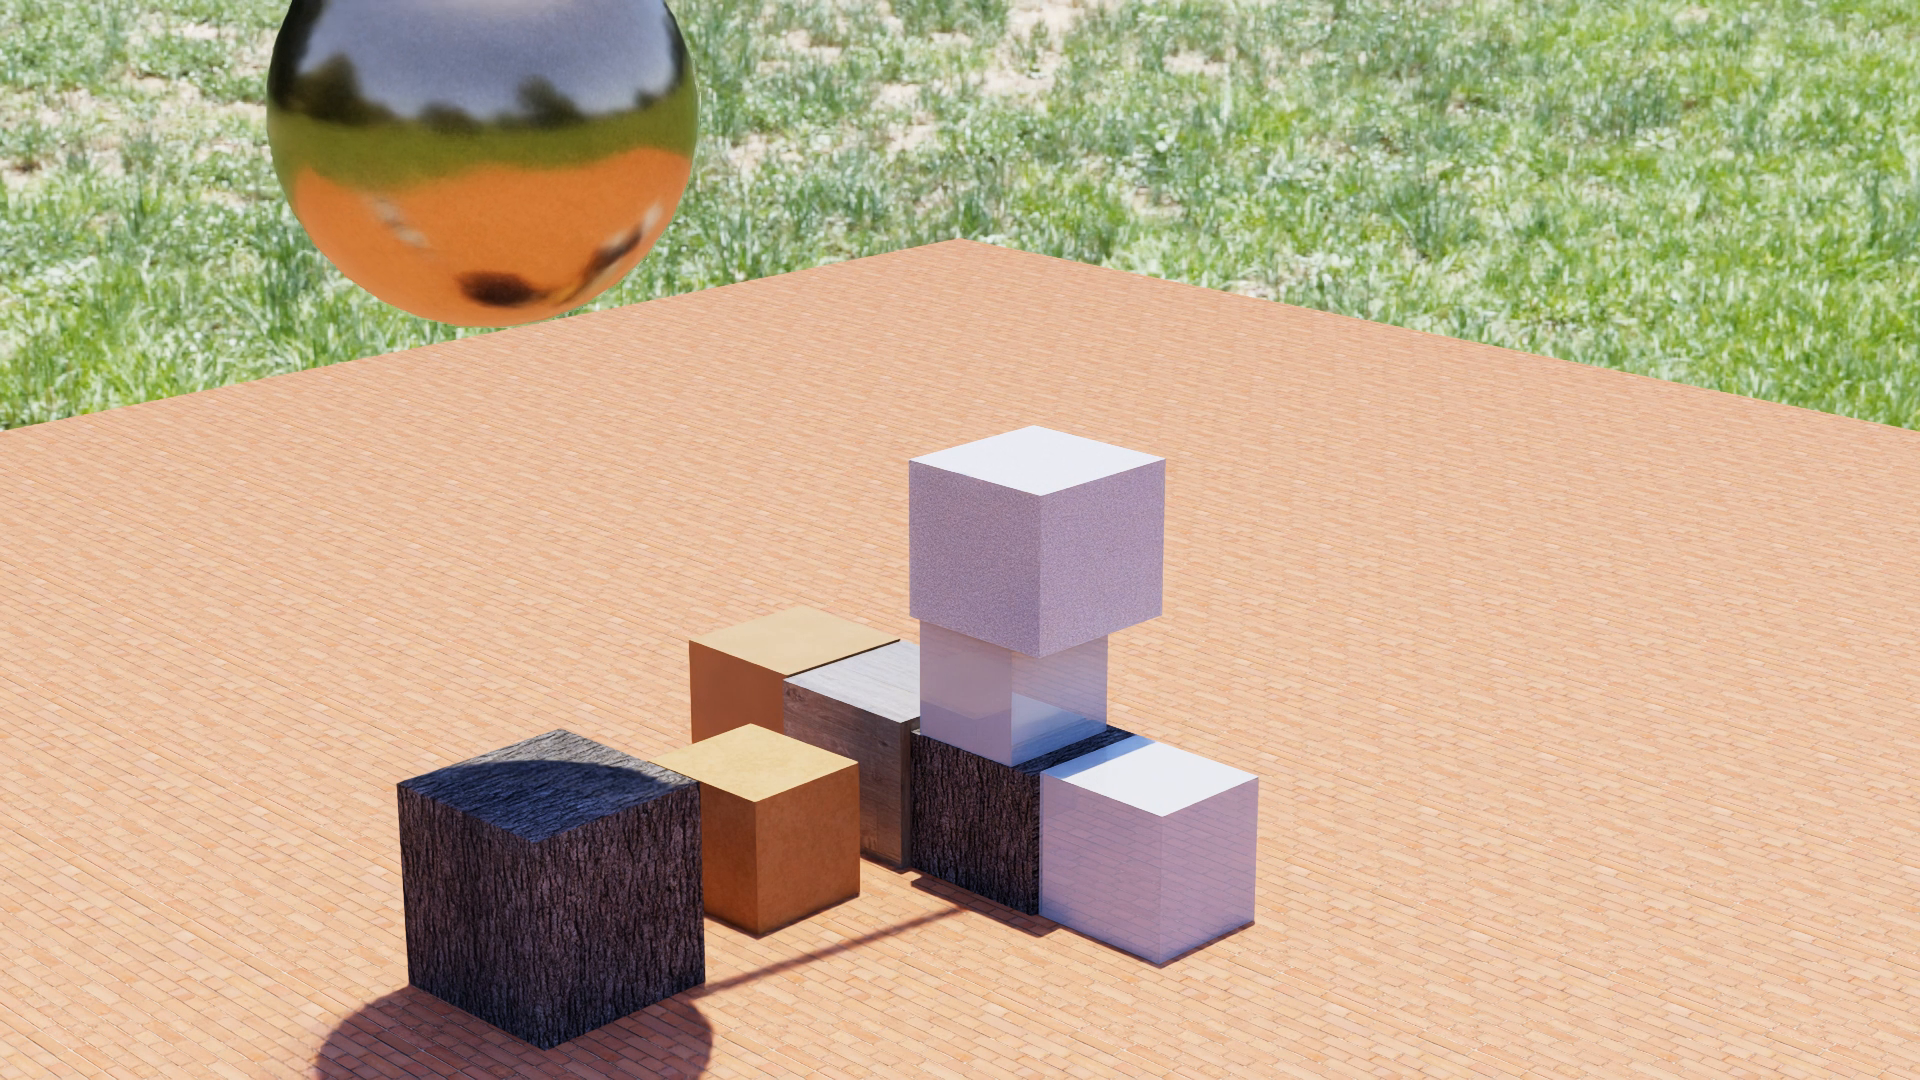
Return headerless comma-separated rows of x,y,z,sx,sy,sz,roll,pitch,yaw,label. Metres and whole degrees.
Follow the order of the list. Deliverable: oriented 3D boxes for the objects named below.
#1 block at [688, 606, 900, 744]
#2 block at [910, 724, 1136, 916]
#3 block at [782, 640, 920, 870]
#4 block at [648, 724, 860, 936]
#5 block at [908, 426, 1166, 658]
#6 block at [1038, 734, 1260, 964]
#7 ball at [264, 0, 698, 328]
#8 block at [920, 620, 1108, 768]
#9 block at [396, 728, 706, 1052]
-0.810,0.834,14.466,0.743,0.734,0.721,-17,24,-42,block
0.295,1.198,13.420,0.703,0.668,0.767,-17,24,-42,block
-0.274,1.005,13.937,0.800,0.725,0.793,17,24,42,block
-0.925,1.290,13.190,0.707,0.631,0.632,16,23,41,block
0.340,-0.008,13.009,0.793,0.729,0.807,16,24,42,block
0.827,1.349,12.914,0.638,0.683,0.711,-17,24,-42,block
-1.780,-1.596,10.974,1.600,1.600,1.600,0,17,0,ball
0.243,0.600,13.248,0.574,0.575,0.627,17,24,42,block
-1.702,1.437,12.259,0.904,0.908,0.869,16,23,41,block
